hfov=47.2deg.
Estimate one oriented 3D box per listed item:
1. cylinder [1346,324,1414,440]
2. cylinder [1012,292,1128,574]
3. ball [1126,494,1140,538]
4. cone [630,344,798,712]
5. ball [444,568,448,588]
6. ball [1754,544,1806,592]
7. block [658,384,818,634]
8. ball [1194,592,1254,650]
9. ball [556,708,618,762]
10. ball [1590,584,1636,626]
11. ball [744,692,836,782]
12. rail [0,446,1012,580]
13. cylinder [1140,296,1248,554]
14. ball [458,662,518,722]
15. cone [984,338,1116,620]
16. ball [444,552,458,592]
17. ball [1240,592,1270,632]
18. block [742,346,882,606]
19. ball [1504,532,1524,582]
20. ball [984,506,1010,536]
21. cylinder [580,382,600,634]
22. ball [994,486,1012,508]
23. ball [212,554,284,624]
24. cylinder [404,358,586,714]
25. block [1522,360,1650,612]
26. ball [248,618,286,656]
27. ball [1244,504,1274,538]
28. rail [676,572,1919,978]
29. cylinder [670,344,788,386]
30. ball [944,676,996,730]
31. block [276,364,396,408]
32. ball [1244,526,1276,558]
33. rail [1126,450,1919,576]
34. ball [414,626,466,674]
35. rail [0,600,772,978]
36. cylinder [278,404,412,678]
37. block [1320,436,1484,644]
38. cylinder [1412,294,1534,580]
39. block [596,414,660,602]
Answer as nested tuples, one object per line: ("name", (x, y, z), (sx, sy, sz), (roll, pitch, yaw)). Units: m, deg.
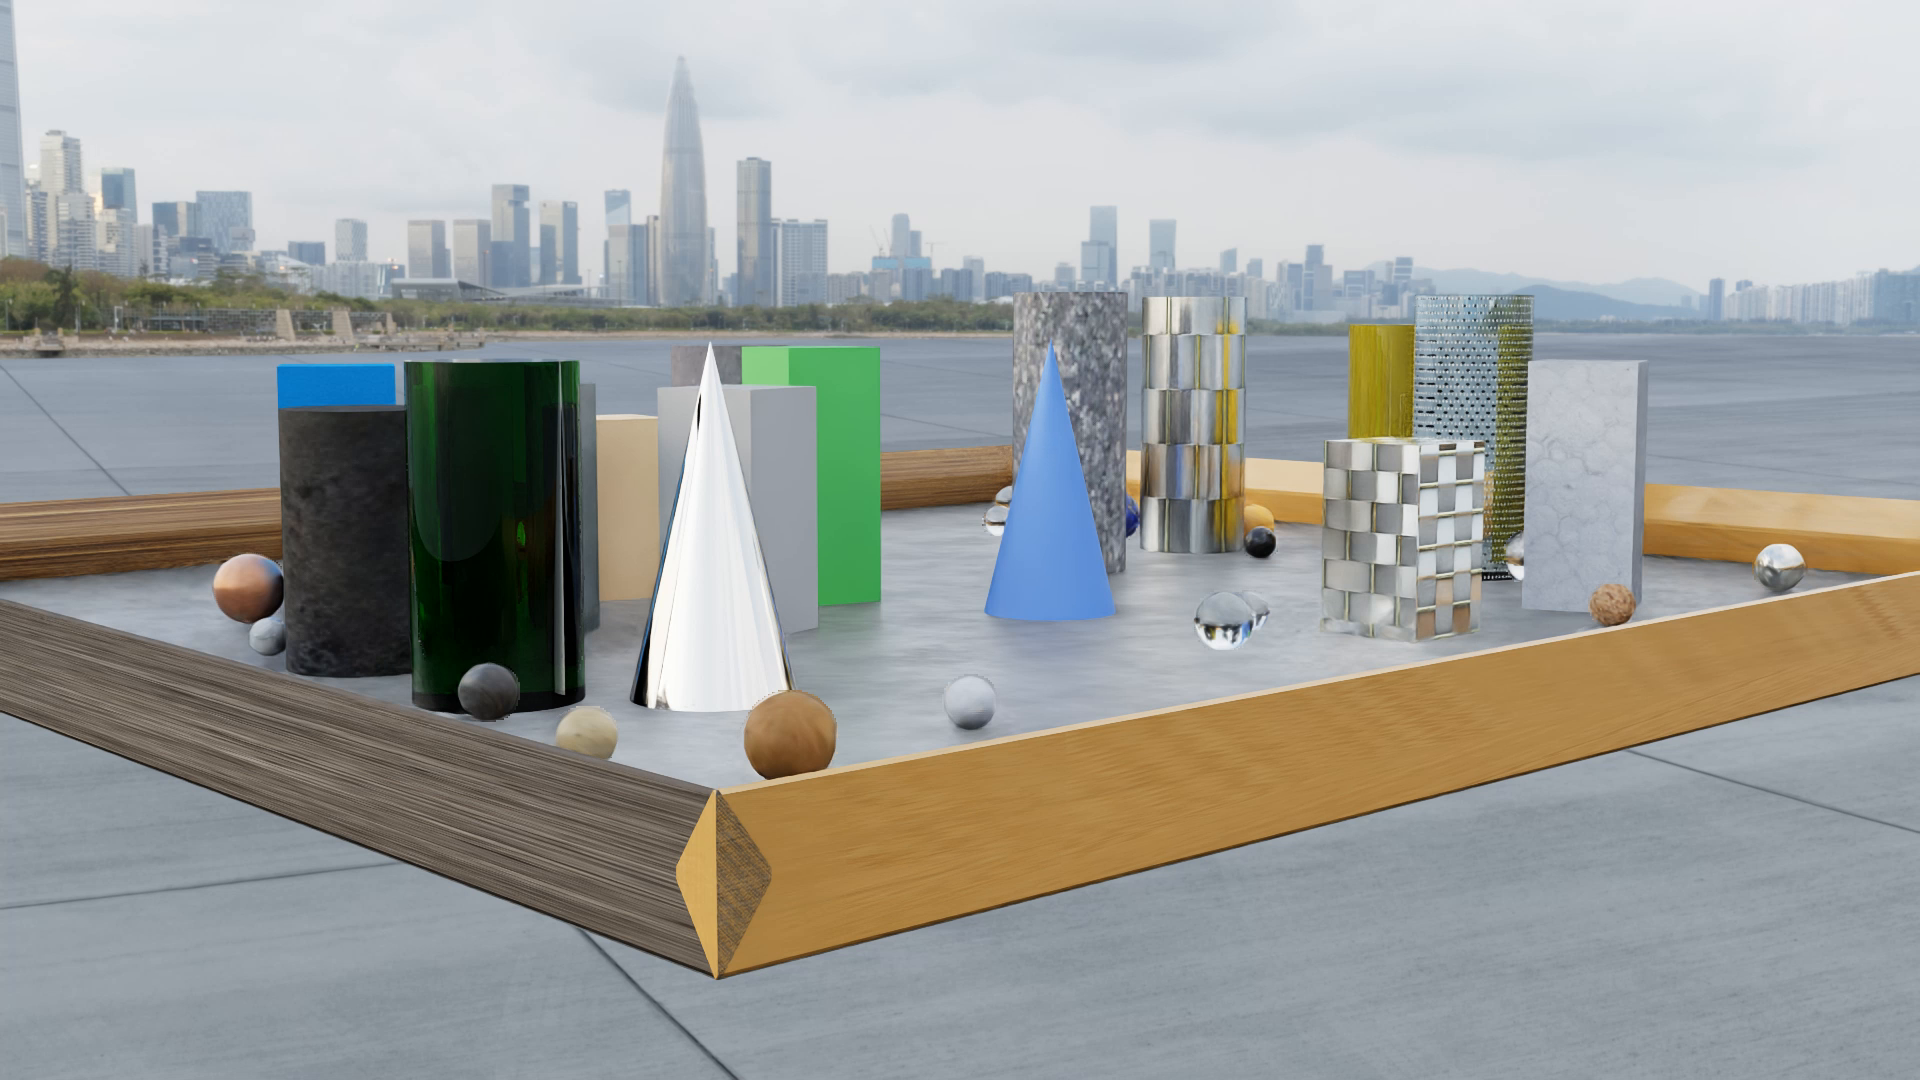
("cylinder", (0.792, -0.176, 3.939), (0.195, 0.418, 0.195), (0, 6, 0))
("cylinder", (0.188, -0.186, 3.768), (0.195, 0.473, 0.195), (0, 6, 0))
("ball", (0.301, -0.046, 4.250), (0.095, 0.095, 0.095), (0, 6, 0))
("cone", (-0.284, -0.023, 2.519), (0.195, 0.409, 0.195), (0, 6, 0))
("ball", (-0.824, 0.058, 3.387), (0.067, 0.067, 0.067), (0, 6, 0))
("ball", (1.300, 0.043, 3.488), (0.076, 0.076, 0.076), (0, 6, 0))
("block", (-0.306, -0.043, 3.047), (0.156, 0.338, 0.156), (4, 7, 30))
("ball", (0.345, 0.107, 2.879), (0.077, 0.077, 0.077), (0, 6, 0))
("ball", (-0.363, 0.193, 2.137), (0.060, 0.060, 0.060), (0, 6, 0))
("ball", (0.920, 0.091, 3.100), (0.061, 0.061, 0.061), (0, 6, 0))
("ball", (-0.159, 0.186, 2.063), (0.088, 0.088, 0.088), (0, 6, 0))
("rail", (-0.849, -0.063, 4.247), (2.793, 0.127, 0.045), (-5, 8, -42))
("cylinder", (0.435, -0.217, 4.097), (0.195, 0.467, 0.195), (0, 6, 0))
("ball", (-0.512, 0.165, 2.386), (0.064, 0.064, 0.064), (0, 6, 0))
("cone", (0.133, -0.095, 3.234), (0.195, 0.403, 0.195), (0, 6, 0))
("ball", (-0.774, 0.048, 3.455), (0.072, 0.072, 0.072), (0, 6, 0))
("ball", (0.401, 0.100, 3.050), (0.055, 0.055, 0.055), (0, 6, 0))
("block", (-0.228, -0.102, 3.377), (0.156, 0.388, 0.156), (-4, 7, -32))
("ball", (0.932, 0.027, 3.580), (0.088, 0.088, 0.088), (0, 6, 0))
("ball", (0.078, -0.037, 4.328), (0.061, 0.061, 0.061), (0, 6, 0))
("cylinder", (-0.603, -0.046, 3.060), (0.195, 0.343, 0.195), (0, 6, 0))
("ball", (0.108, -0.083, 4.730), (0.067, 0.067, 0.067), (0, 6, 0))
("ball", (-0.994, 0.068, 3.077), (0.097, 0.097, 0.097), (0, 6, 0))
("cylinder", (-0.529, -0.010, 2.504), (0.195, 0.387, 0.195), (0, 6, 0))
("block", (0.941, -0.085, 3.308), (0.156, 0.368, 0.156), (2, 6, 23))
("ball", (-0.868, 0.122, 2.764), (0.049, 0.049, 0.049), (0, 6, 0))
("ball", (0.559, -0.029, 4.175), (0.076, 0.076, 0.076), (0, 6, 0))
("rail", (0.849, 0.129, 2.417), (2.793, 0.127, 0.045), (-5, 8, -42))
("cylinder", (-0.387, -0.136, 3.709), (0.195, 0.385, 0.195), (0, 6, 0))
("ball", (0.011, 0.173, 2.339), (0.056, 0.056, 0.056), (0, 6, 0))
("block", (-0.876, -0.064, 3.111), (0.156, 0.367, 0.156), (-2, 6, -15))
("ball", (0.539, 0.004, 3.946), (0.058, 0.058, 0.058), (0, 6, 0))
("rail", (1.009, -0.064, 4.258), (0.045, 0.127, 2.551), (-5, 8, -42))
("ball", (-0.636, 0.135, 2.693), (0.061, 0.061, 0.061), (0, 6, 0))
("rail", (-1.009, 0.130, 2.406), (0.045, 0.127, 2.551), (-5, 8, -42))
("cylinder", (-0.746, -0.003, 2.749), (0.195, 0.323, 0.195), (0, 6, 0))
("block", (0.611, -0.005, 3.037), (0.156, 0.265, 0.156), (-6, 8, -43))
("cylinder", (0.858, -0.176, 3.692), (0.195, 0.468, 0.195), (0, 6, 0))
("block", (-0.554, -0.053, 3.442), (0.156, 0.277, 0.156), (-3, 7, -30))
